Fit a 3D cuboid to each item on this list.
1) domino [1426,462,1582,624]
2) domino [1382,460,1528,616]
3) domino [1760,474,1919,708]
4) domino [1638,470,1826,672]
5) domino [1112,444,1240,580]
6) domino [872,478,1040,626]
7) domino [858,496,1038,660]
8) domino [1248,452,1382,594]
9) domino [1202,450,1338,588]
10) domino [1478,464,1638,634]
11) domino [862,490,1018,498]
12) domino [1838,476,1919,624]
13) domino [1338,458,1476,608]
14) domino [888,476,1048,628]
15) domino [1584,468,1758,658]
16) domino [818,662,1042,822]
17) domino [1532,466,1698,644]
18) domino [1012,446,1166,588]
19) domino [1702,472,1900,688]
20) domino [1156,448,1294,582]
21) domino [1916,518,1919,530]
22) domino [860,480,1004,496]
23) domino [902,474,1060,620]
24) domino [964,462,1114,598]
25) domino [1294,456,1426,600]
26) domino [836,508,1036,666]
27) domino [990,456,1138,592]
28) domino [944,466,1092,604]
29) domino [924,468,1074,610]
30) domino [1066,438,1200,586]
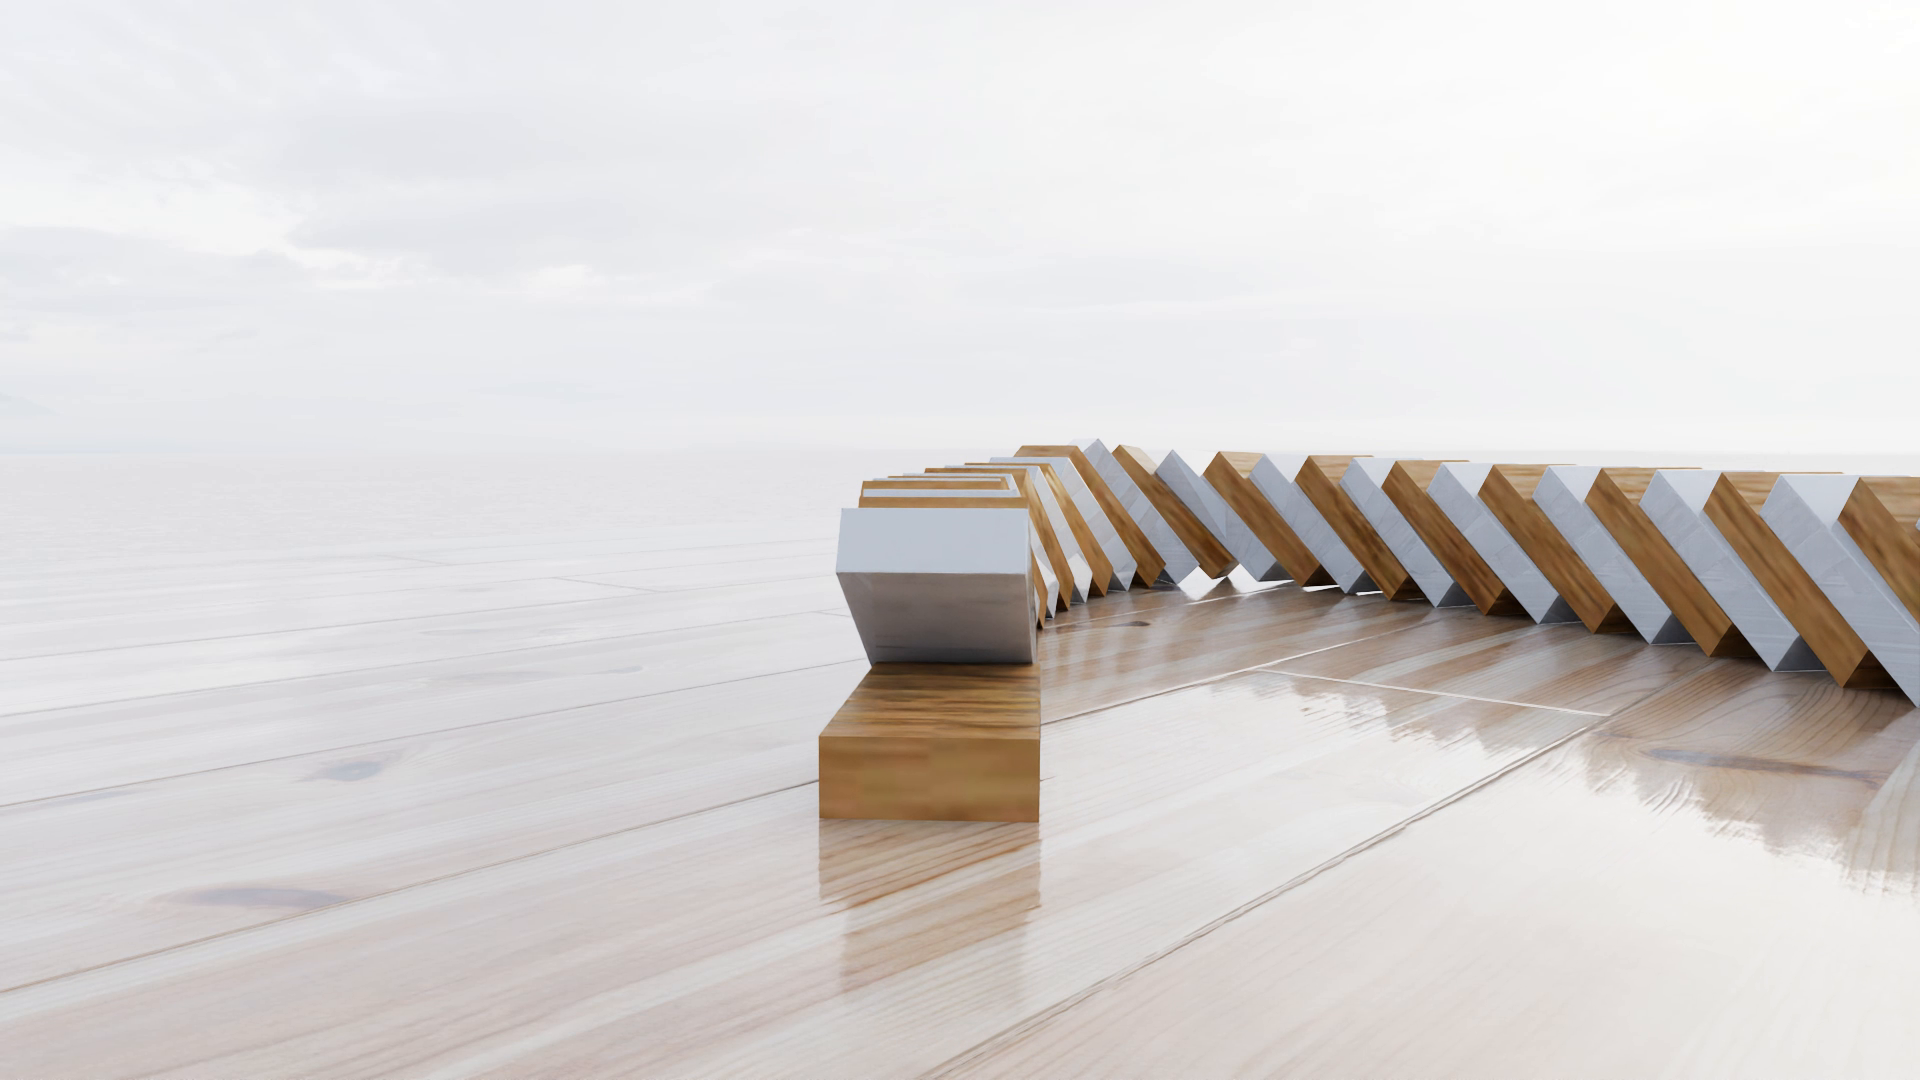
[{"bbox_3d":[0.142,0.000,0.321,0.025,0.009,0.050,-2,41,-20],"label":"domino"},{"bbox_3d":[0.135,-0.002,0.337,0.025,0.010,0.050,-2,42,-21],"label":"domino"},{"bbox_3d":[0.166,0.007,0.224,0.025,0.009,0.050,0,40,-2],"label":"domino"},{"bbox_3d":[0.162,0.005,0.257,0.025,0.009,0.050,-1,40,-7],"label":"domino"},{"bbox_3d":[0.068,-0.009,0.406,0.050,0.009,0.025,47,17,15],"label":"domino"},{"bbox_3d":[0.000,0.005,0.263,0.025,0.010,0.050,1,-30,14],"label":"domino"},{"bbox_3d":[-0.001,0.010,0.209,0.025,0.009,0.050,0,-28,6],"label":"domino"},{"bbox_3d":[0.110,-0.006,0.380,0.025,0.009,0.050,-1,44,-34],"label":"domino"},{"bbox_3d":[0.099,-0.007,0.392,0.025,0.010,0.050,-1,44,-40],"label":"domino"},{"bbox_3d":[0.149,0.001,0.306,0.025,0.010,0.050,-1,41,-17],"label":"domino"},{"bbox_3d":[-0.001,0.008,0.227,0.025,0.009,0.050,1,-29,7],"label":"domino"},{"bbox_3d":[0.168,0.009,0.206,0.025,0.010,0.050,0,40,3],"label":"domino"},{"bbox_3d":[0.128,-0.003,0.351,0.025,0.009,0.050,-2,43,-23],"label":"domino"},{"bbox_3d":[0.002,0.004,0.280,0.025,0.009,0.050,1,-30,16],"label":"domino"},{"bbox_3d":[0.159,0.003,0.274,0.025,0.010,0.050,-1,41,-9],"label":"domino"},{"bbox_3d":[-0.002,0.025,0.170,0.025,0.009,0.050,0,4,4],"label":"domino"},{"bbox_3d":[0.155,0.002,0.290,0.025,0.010,0.050,-1,41,-12],"label":"domino"},{"bbox_3d":[0.037,-0.007,0.380,0.025,0.050,0.009,6,52,54],"label":"domino"},{"bbox_3d":[0.165,0.006,0.240,0.025,0.010,0.050,0,40,-3],"label":"domino"},{"bbox_3d":[0.086,-0.008,0.403,0.025,0.009,0.050,-1,44,-48],"label":"domino"},{"bbox_3d":[0.168,0.010,0.189,0.025,0.010,0.050,0,40,6],"label":"domino"},{"bbox_3d":[-0.002,0.006,0.245,0.025,0.010,0.050,1,-30,11],"label":"domino"},{"bbox_3d":[0.005,0.002,0.298,0.025,0.010,0.050,1,-30,19],"label":"domino"},{"bbox_3d":[0.021,-0.002,0.347,0.025,0.009,0.050,3,-32,31],"label":"domino"},{"bbox_3d":[0.120,-0.005,0.366,0.025,0.010,0.050,-2,44,-27],"label":"domino"},{"bbox_3d":[-0.002,0.011,0.191,0.025,0.009,0.050,0,-27,5],"label":"domino"},{"bbox_3d":[0.028,-0.004,0.362,0.025,0.010,0.050,3,-34,36],"label":"domino"},{"bbox_3d":[0.015,-0.001,0.330,0.025,0.010,0.050,2,-32,25],"label":"domino"},{"bbox_3d":[0.010,0.001,0.314,0.025,0.009,0.050,2,-31,21],"label":"domino"},{"bbox_3d":[0.051,-0.009,0.395,0.009,0.050,0.025,-41,11,-6],"label":"domino"}]
